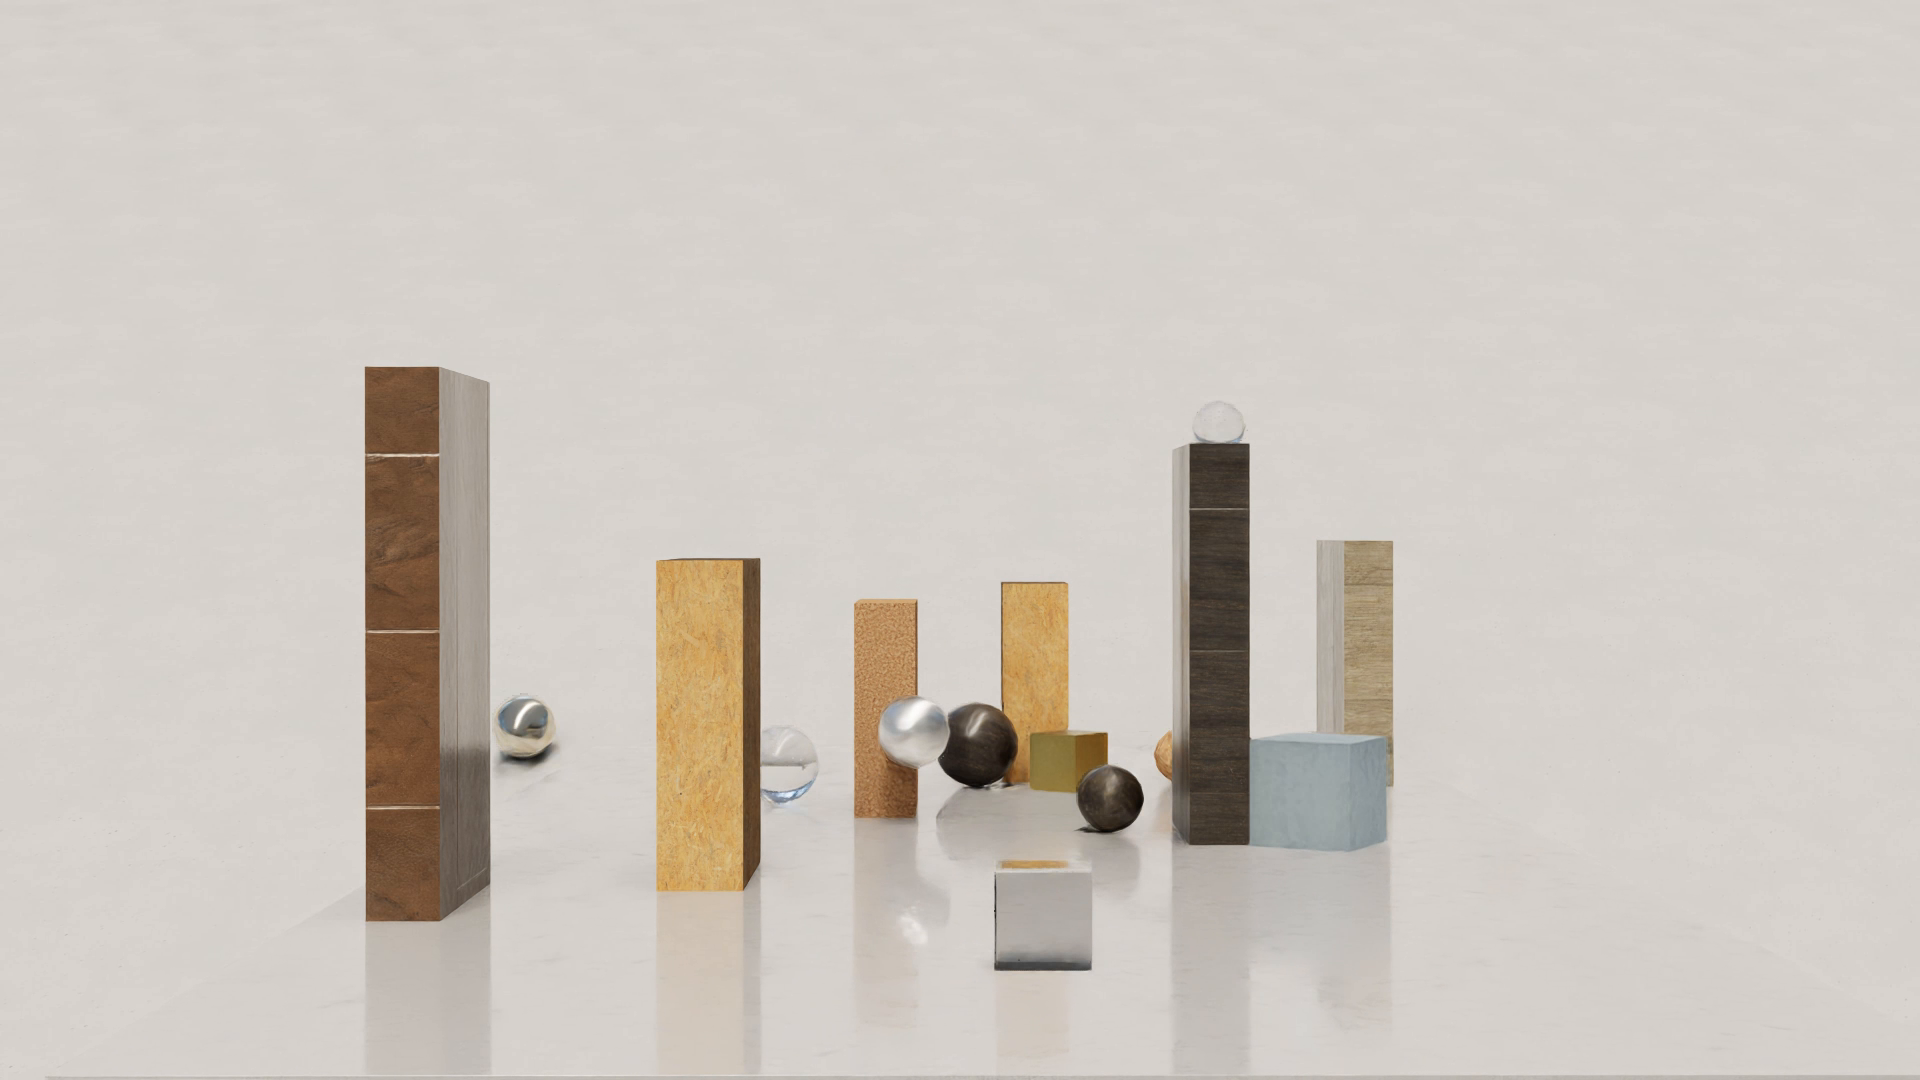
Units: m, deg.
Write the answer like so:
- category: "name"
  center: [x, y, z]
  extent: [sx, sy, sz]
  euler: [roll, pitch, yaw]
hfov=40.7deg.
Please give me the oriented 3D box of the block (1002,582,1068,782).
- category: "block"
  center: [0.166, 0.314, 5.806]
  extent: [0.145, 0.436, 0.240]
  euler: [0, 0, 0]

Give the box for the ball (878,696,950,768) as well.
- category: "ball"
  center: [-0.088, 0.365, 4.920]
  extent: [0.137, 0.137, 0.137]
  euler: [0, 29, 0]

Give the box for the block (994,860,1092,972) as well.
- category: "block"
  center: [0.108, 0.481, 3.321]
  extent: [0.124, 0.124, 0.124]
  euler: [0, 0, 2]

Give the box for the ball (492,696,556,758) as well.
- category: "ball"
  center: [-1.133, 0.486, 6.726]
  extent: [0.163, 0.163, 0.163]
  euler: [0, 29, 0]

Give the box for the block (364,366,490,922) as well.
- category: "block"
  center: [-0.792, 0.147, 3.870]
  extent: [0.105, 0.788, 0.399]
  euler: [0, 0, 0]

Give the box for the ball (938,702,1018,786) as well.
- category: "ball"
  center: [0.036, 0.443, 5.598]
  extent: [0.181, 0.181, 0.181]
  euler: [0, 29, 0]

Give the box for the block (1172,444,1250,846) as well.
- category: "block"
  center: [0.457, 0.183, 4.731]
  extent: [0.106, 0.707, 0.360]
  euler: [0, 0, 0]

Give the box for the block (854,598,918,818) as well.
- category: "block"
  center: [-0.145, 0.328, 5.149]
  extent: [0.118, 0.414, 0.320]
  euler: [0, 0, 0]

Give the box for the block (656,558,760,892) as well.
- category: "block"
  center: [-0.400, 0.285, 4.157]
  extent: [0.133, 0.508, 0.361]
  euler: [0, 0, 0]

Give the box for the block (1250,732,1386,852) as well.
- category: "block"
  center: [0.636, 0.444, 4.585]
  extent: [0.186, 0.186, 0.186]
  euler: [0, 0, 29]

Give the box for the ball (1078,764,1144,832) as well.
- category: "ball"
  center: [0.277, 0.475, 4.760]
  extent: [0.122, 0.122, 0.122]
  euler: [0, 29, 0]

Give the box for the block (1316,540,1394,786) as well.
- category: "block"
  center: [0.882, 0.266, 5.798]
  extent: [0.106, 0.531, 0.431]
  euler: [0, 0, 0]

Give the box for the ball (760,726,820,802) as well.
- category: "ball"
  center: [-0.365, 0.457, 5.273]
  extent: [0.155, 0.155, 0.155]
  euler: [0, 29, 0]

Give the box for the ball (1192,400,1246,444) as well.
- category: "ball"
  center: [0.823, -0.359, 8.230]
  extent: [0.166, 0.166, 0.166]
  euler: [0, 29, 0]

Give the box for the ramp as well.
- category: "ramp"
  center: [0.066, 0.587, 4.637]
  extent: [2.000, 0.100, 4.000]
  euler: [0, 0, 0]

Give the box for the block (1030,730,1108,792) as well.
- category: "block"
  center: [0.234, 0.473, 5.544]
  extent: [0.121, 0.121, 0.121]
  euler: [0, 0, 39]

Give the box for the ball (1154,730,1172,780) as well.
- category: "ball"
  center: [0.487, 0.473, 5.675]
  extent: [0.119, 0.119, 0.119]
  euler: [0, 29, 0]
